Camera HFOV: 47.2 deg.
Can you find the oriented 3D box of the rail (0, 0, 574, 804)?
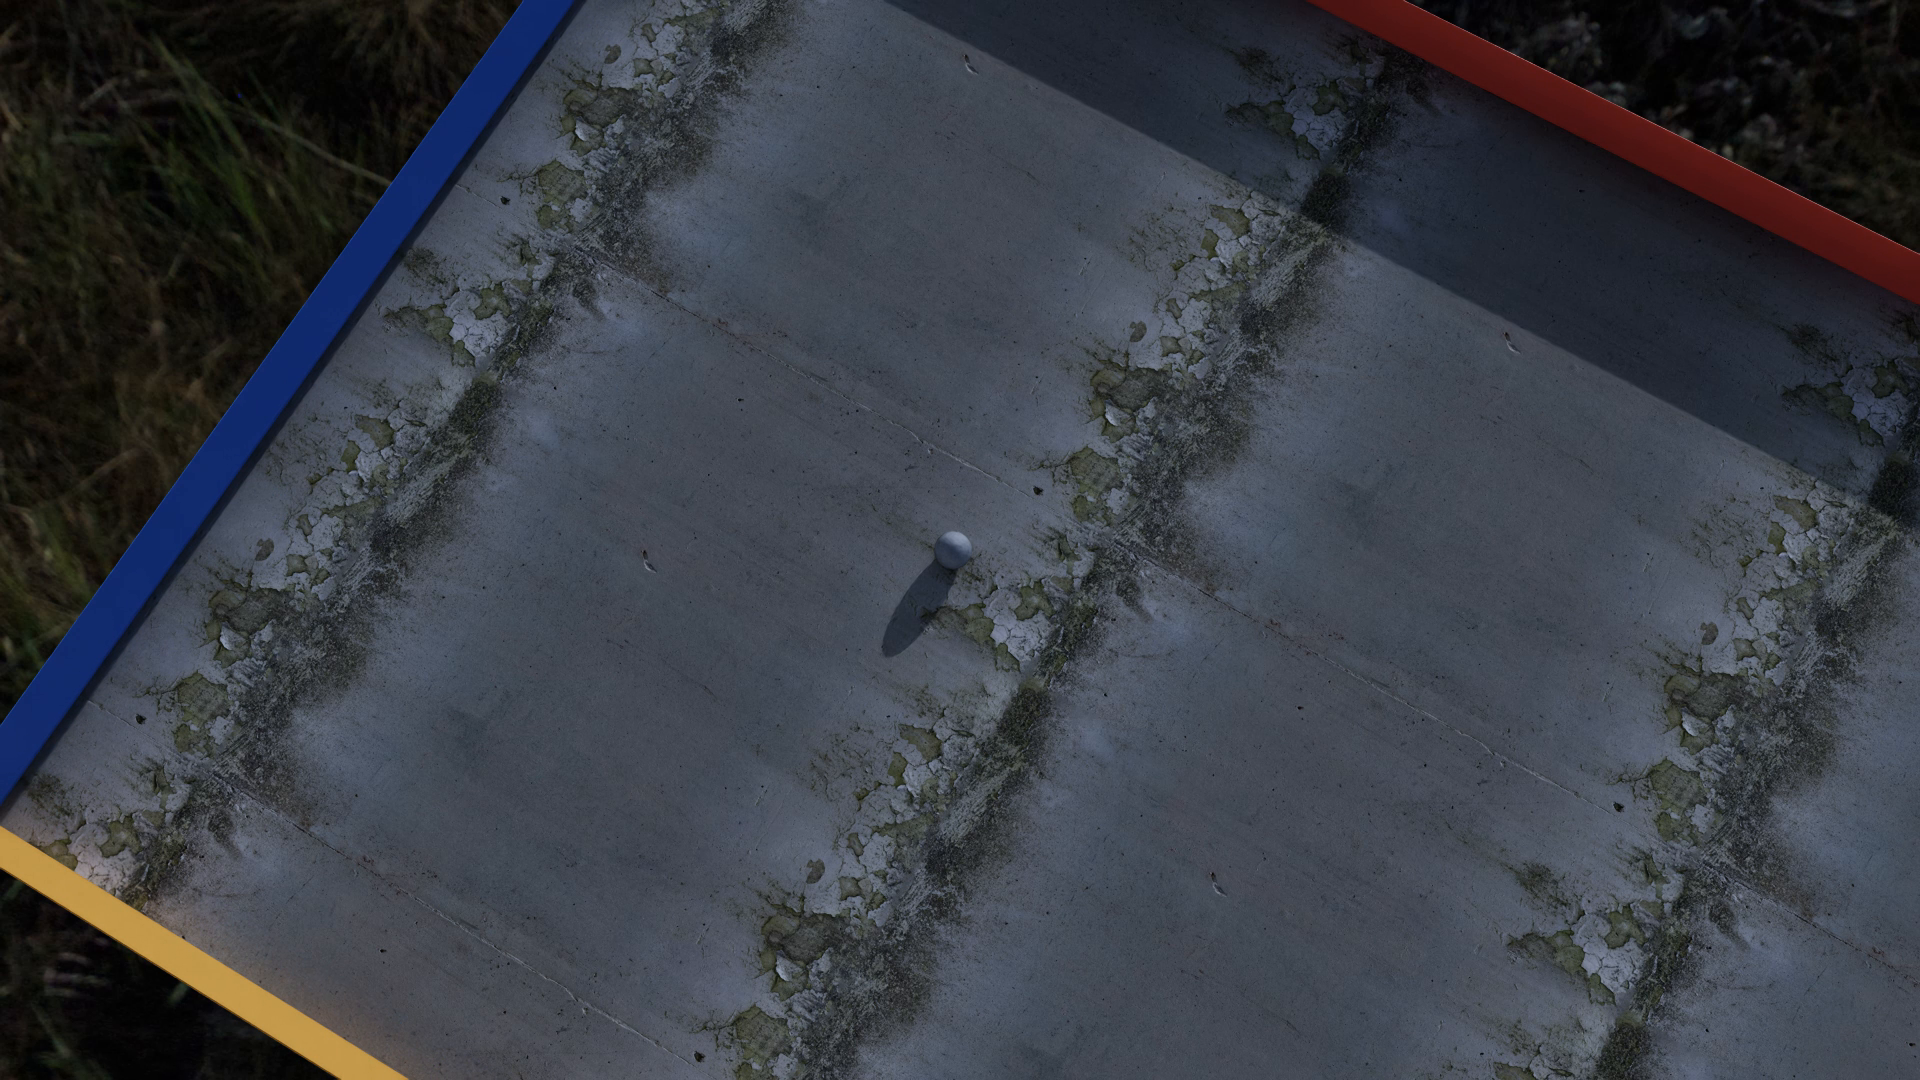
[{"bbox_3d":[-0.901,-0.503,3.519,0.045,0.112,2.277,29,75,9],"label":"rail"}]

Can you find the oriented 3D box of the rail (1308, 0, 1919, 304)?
[{"bbox_3d":[1.479,-0.419,3.493,4.256,0.112,0.045,29,75,9],"label":"rail"}]

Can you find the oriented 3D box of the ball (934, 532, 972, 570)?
[{"bbox_3d":[-0.011,0.016,3.387,0.059,0.059,0.059,0,73,0],"label":"ball"}]

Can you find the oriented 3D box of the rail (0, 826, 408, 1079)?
[{"bbox_3d":[0.364,1.424,2.921,4.256,0.112,0.045,29,75,9],"label":"rail"}]
